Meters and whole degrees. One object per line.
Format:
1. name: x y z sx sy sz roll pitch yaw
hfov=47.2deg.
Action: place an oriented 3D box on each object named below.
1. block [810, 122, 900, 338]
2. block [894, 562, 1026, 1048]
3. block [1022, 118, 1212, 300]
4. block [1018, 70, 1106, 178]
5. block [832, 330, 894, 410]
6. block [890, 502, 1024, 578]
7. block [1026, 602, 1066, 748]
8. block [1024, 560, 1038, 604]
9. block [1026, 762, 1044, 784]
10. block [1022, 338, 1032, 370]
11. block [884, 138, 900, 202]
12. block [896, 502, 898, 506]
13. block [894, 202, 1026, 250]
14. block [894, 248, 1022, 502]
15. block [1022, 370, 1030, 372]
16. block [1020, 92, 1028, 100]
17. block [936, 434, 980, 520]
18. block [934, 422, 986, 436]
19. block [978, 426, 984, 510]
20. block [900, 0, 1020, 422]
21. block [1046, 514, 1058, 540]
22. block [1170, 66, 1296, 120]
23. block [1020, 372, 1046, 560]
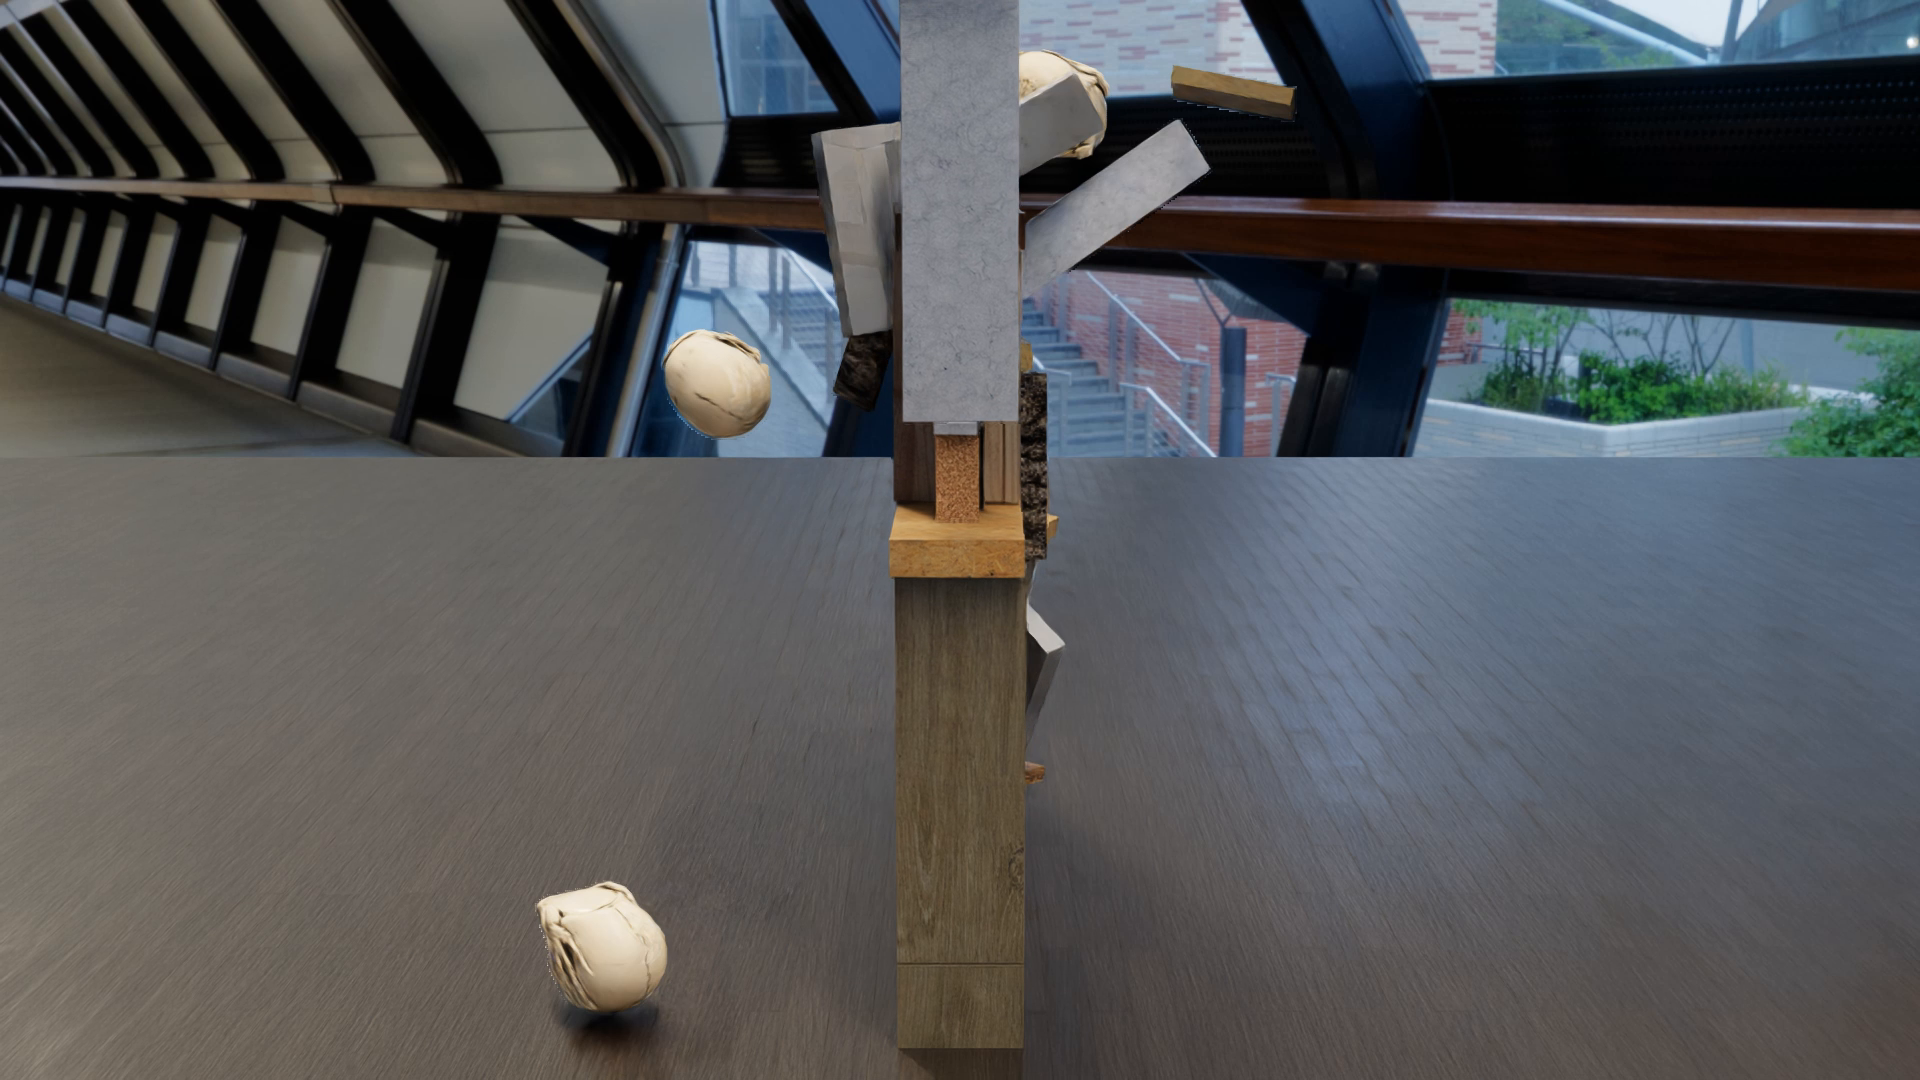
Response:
1. block: -0.131 -0.498 3.522 0.162 0.324 0.046 -11 7 -23
2. block: 0.001 0.367 3.005 0.175 0.680 0.050 0 12 0
3. block: 0.211 -0.518 3.499 0.406 0.097 0.027 -36 10 -10
4. block: 0.111 -0.618 3.320 0.194 0.097 0.027 -29 23 6
5. block: -0.165 -0.321 3.869 0.083 0.166 0.024 34 26 33
6. block: -0.002 -0.009 3.026 0.175 0.050 0.350 0 11 1
7. block: 0.072 0.240 3.495 0.037 0.348 0.130 -24 57 -33
8. block: 0.046 0.223 4.270 0.129 0.487 0.037 12 4 8
9. block: 0.049 0.393 3.665 0.090 0.025 0.179 10 10 40
10. block: 0.030 -0.293 3.477 0.146 0.041 0.292 -4 8 -2
11. block: -0.010 -0.485 3.487 0.162 0.323 0.046 -15 11 -24
12. block: -0.006 -0.193 3.309 0.178 0.512 0.050 0 5 2
13. block: -0.006 -0.457 3.189 0.178 0.050 0.355 0 11 -2
14. block: -0.003 -0.233 3.112 0.178 0.356 0.050 1 6 4
15. block: 0.065 -0.356 4.019 0.083 0.167 0.024 -11 19 30
16. block: -0.004 -0.641 3.699 0.162 0.323 0.046 18 51 -4
17. block: -0.003 -0.085 2.975 0.058 0.117 0.017 0 1 1
18. block: 0.000 -0.161 3.013 0.058 0.017 0.117 1 11 6
19. block: 0.004 -0.100 3.055 0.058 0.117 0.017 0 0 4
20. block: -0.001 -0.449 2.926 0.155 0.582 0.044 -1 11 -3
21. block: 0.083 -0.020 4.175 0.129 0.037 0.258 15 15 19
22. block: 0.438 -0.716 3.521 0.194 0.027 0.097 13 -1 11
23. block: 0.060 -0.113 3.421 0.146 0.292 0.041 -2 6 -22
